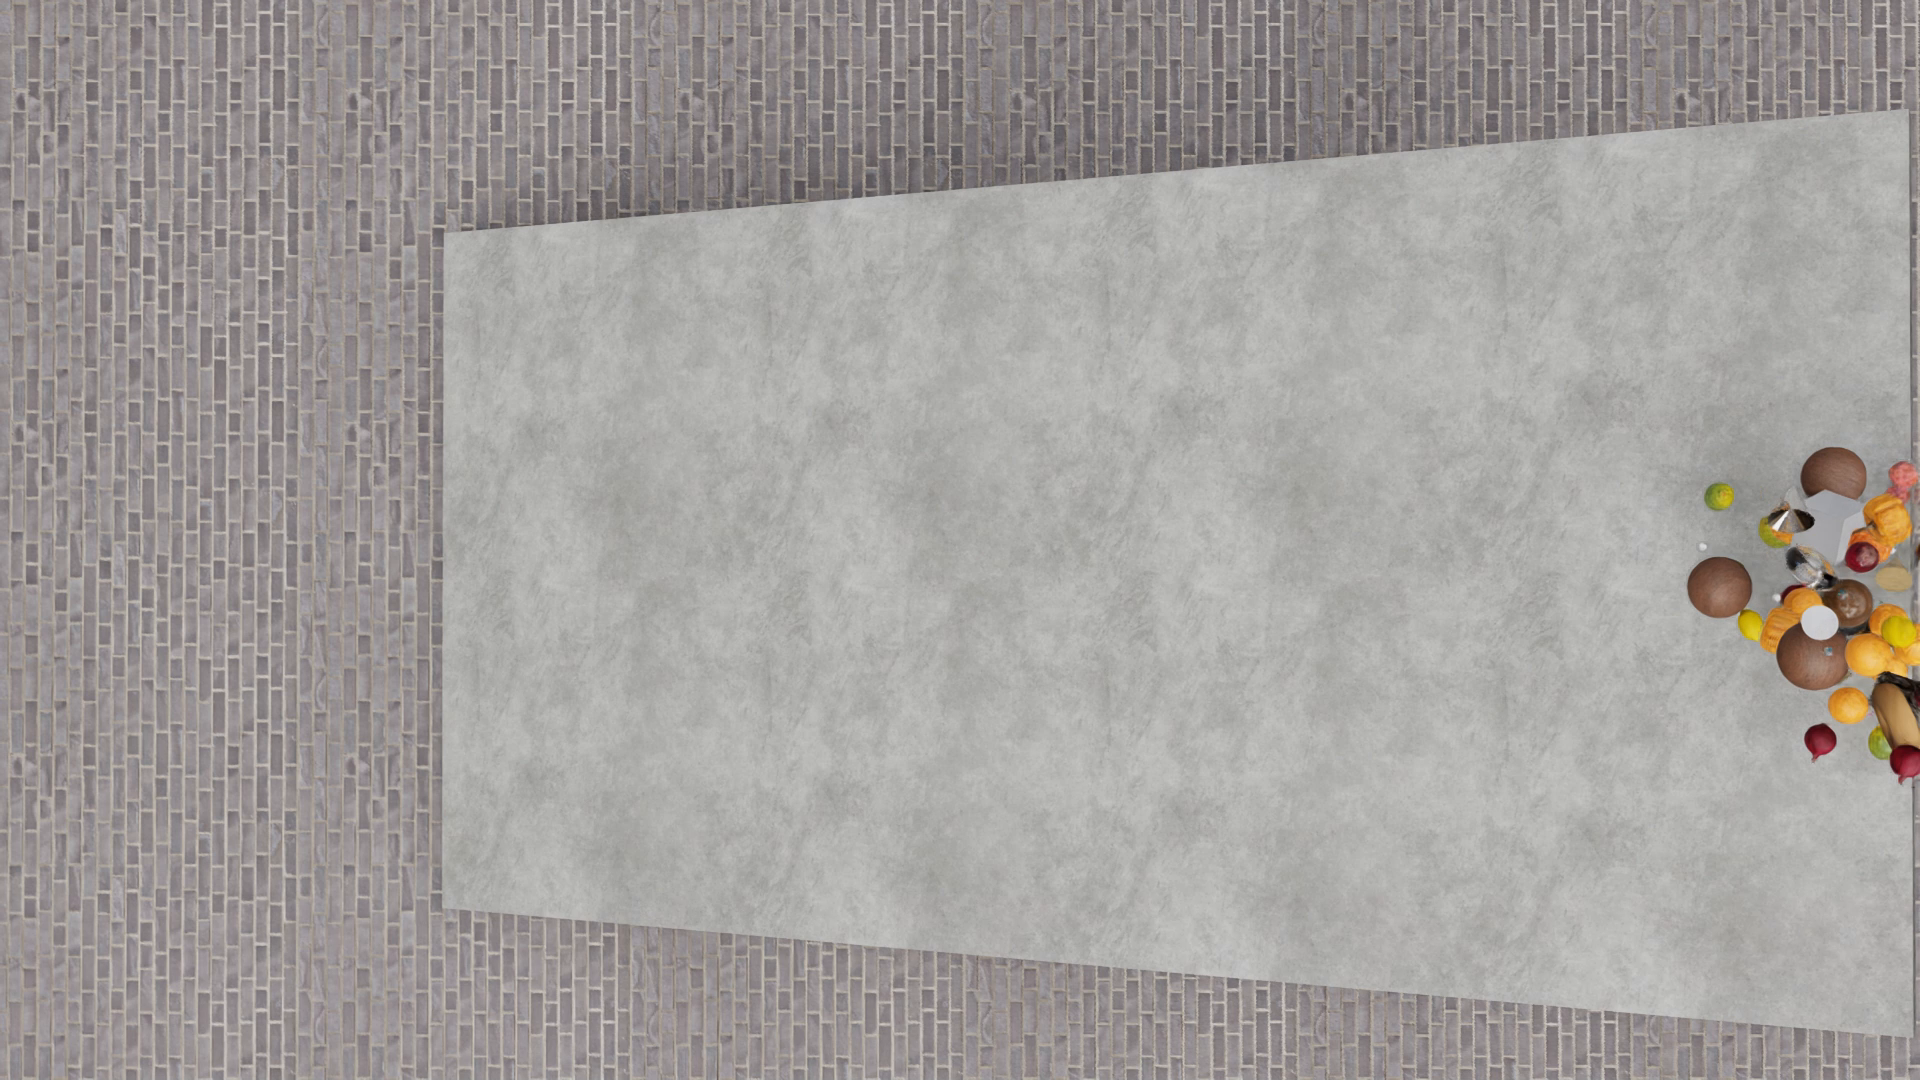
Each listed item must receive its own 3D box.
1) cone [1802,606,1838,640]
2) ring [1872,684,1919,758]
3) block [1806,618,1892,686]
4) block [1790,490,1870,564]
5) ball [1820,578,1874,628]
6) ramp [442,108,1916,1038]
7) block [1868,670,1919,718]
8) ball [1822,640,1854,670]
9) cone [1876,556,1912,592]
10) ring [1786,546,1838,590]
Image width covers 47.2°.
[{"bbox_3d":[1.537,0.155,3.950,0.063,0.063,0.063,-2,75,8],"label":"cone"},{"bbox_3d":[1.705,0.329,4.001,0.049,0.146,0.146,-21,89,13],"label":"ring"},{"bbox_3d":[1.894,0.229,4.682,0.098,0.098,0.098,-26,70,-25],"label":"block"},{"bbox_3d":[1.716,-0.026,4.338,0.097,0.097,0.097,-21,124,-36],"label":"block"},{"bbox_3d":[1.795,0.128,4.451,0.100,0.100,0.100,0,89,0],"label":"ball"},{"bbox_3d":[0.280,0.080,5.671,4.000,0.100,2.000,0,89,26],"label":"ramp"},{"bbox_3d":[1.869,0.310,4.381,0.074,0.074,0.074,21,93,42],"label":"block"},{"bbox_3d":[1.652,0.215,4.135,0.056,0.056,0.056,0,89,0],"label":"ball"},{"bbox_3d":[1.682,0.050,3.955,0.062,0.062,0.062,28,50,0],"label":"cone"},{"bbox_3d":[1.606,0.053,4.147,0.107,0.107,0.036,29,124,0],"label":"ring"}]
